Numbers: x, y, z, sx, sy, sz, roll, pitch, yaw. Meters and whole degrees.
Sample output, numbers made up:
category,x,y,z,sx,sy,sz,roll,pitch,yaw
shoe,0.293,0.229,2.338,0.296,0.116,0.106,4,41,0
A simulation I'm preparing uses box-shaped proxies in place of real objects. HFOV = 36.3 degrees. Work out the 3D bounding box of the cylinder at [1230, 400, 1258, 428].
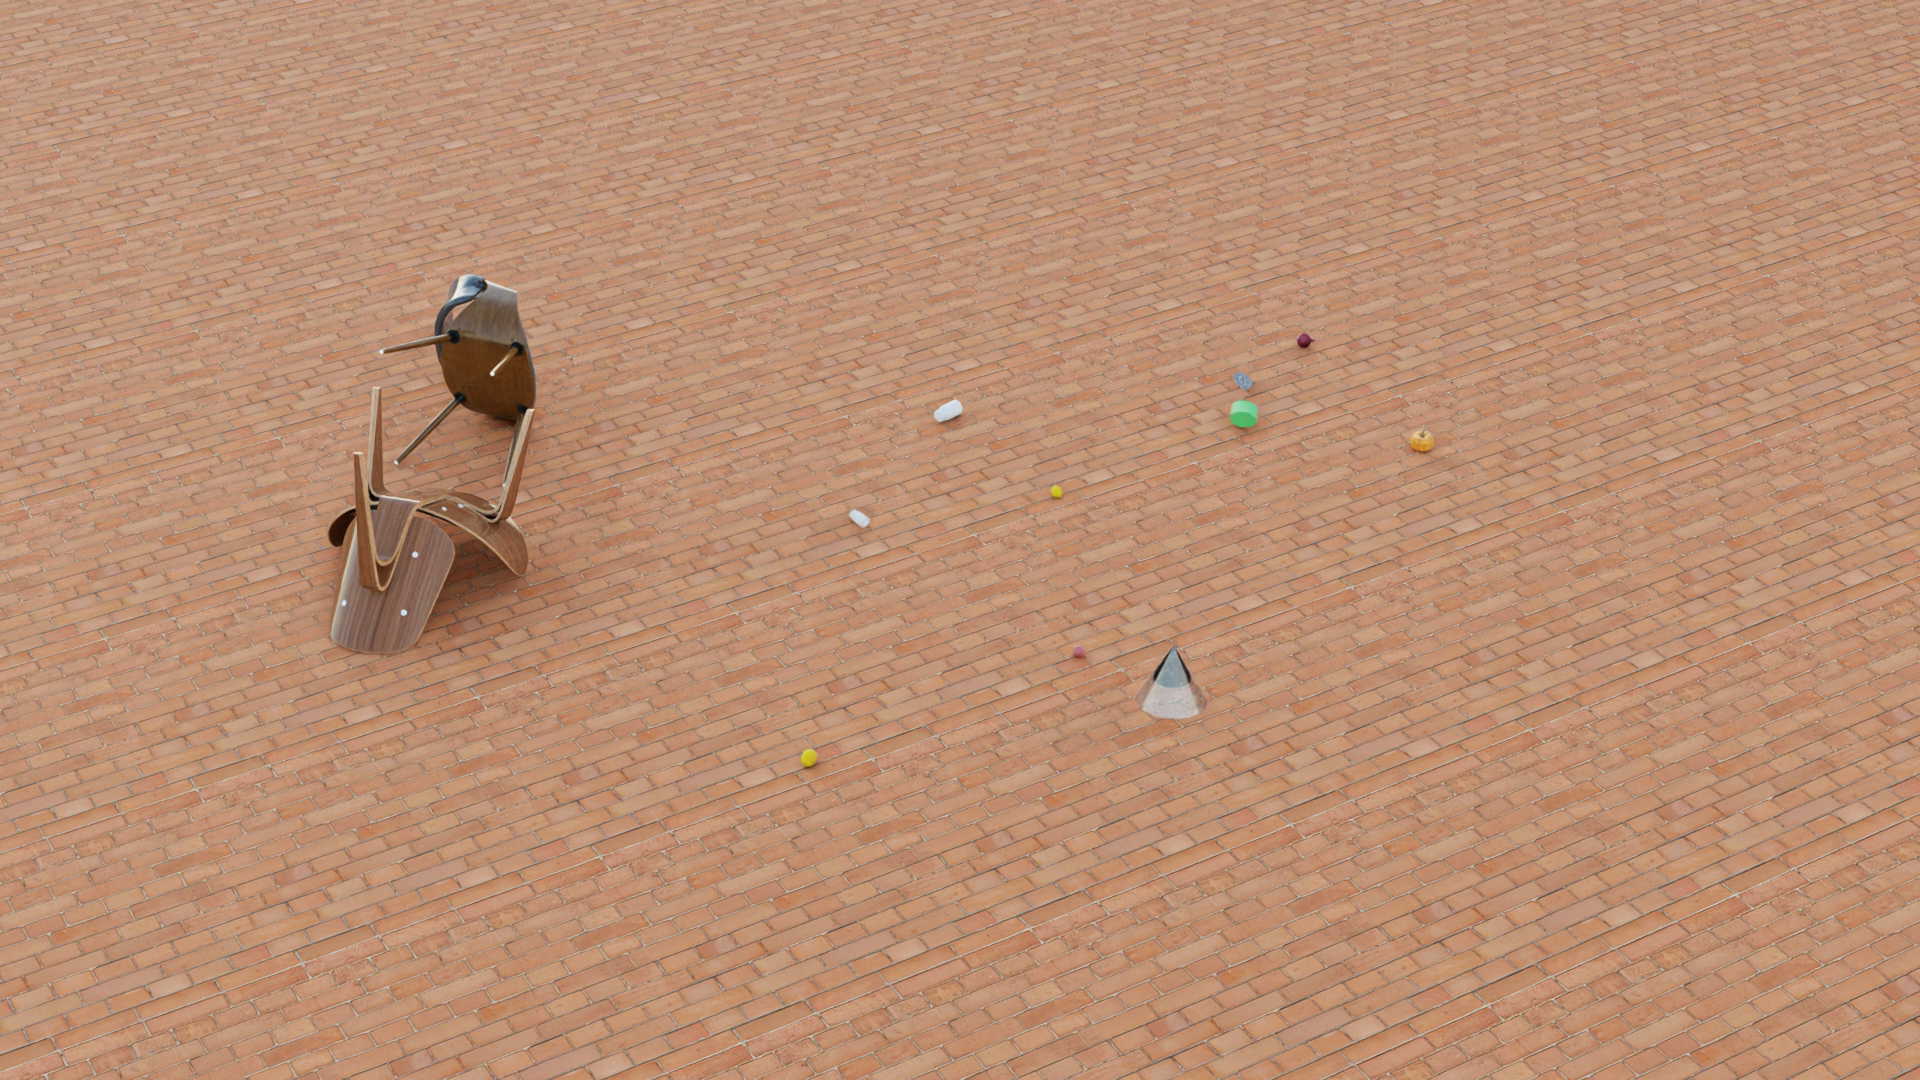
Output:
category,x,y,z,sx,sy,sz,roll,pitch,yaw
cylinder,1.126,-0.500,11.637,0.105,0.072,0.087,12,34,3

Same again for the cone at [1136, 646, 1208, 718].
category,x,y,z,sx,sy,sz,roll,pitch,yaw
cone,0.728,0.456,10.040,0.250,0.235,0.206,6,34,9
